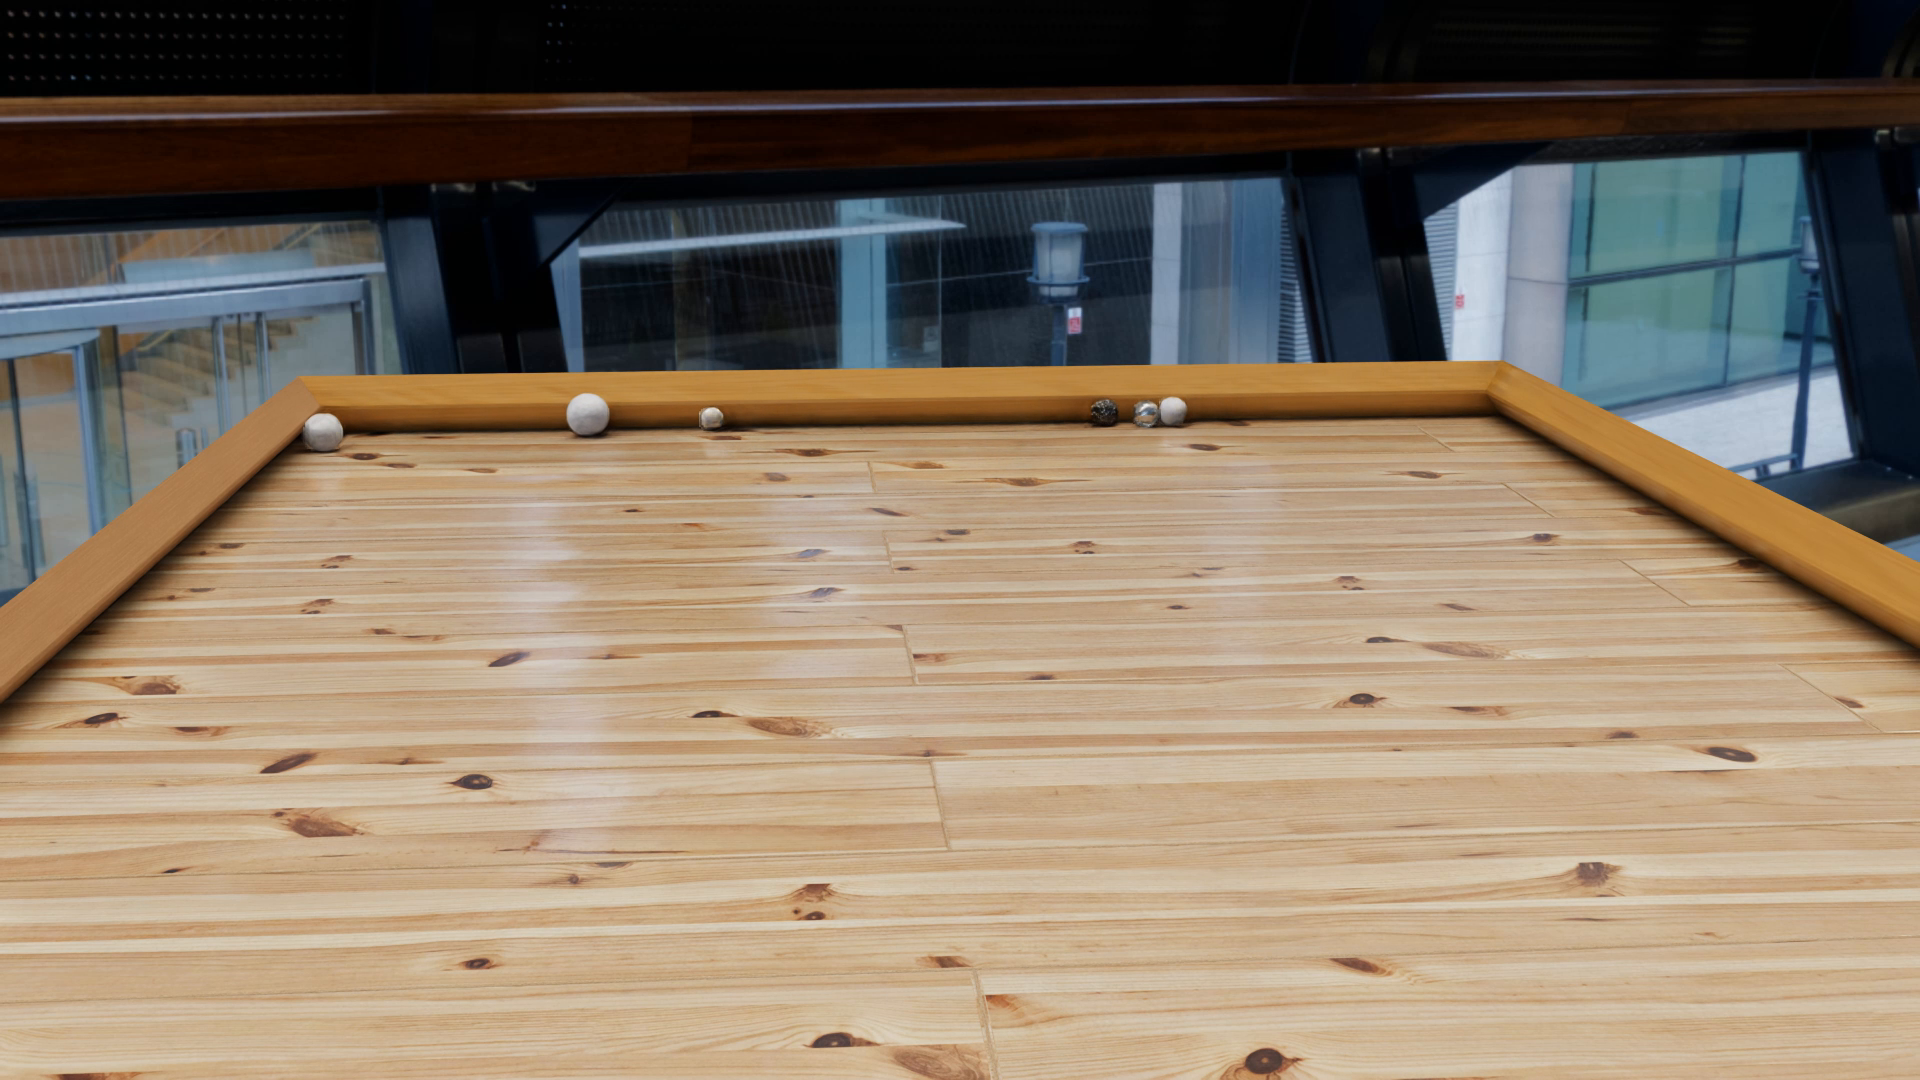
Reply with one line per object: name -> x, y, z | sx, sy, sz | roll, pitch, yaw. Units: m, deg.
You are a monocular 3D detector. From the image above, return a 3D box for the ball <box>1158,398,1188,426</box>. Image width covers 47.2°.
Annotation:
ball -> 0.386, -0.232, 3.979 | 0.053, 0.053, 0.053 | 0, 14, 0

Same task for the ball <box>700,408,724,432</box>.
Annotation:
ball -> -0.443, -0.216, 3.934 | 0.042, 0.042, 0.042 | 0, 14, 0

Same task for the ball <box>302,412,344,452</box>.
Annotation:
ball -> -1.087, -0.184, 3.752 | 0.066, 0.066, 0.066 | 0, 14, 0

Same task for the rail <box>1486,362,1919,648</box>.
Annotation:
rail -> 1.153, 0.197, 2.107 | 0.045, 0.099, 4.096 | -1, 14, -5

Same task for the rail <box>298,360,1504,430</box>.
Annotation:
rail -> -0.082, -0.258, 3.983 | 2.194, 0.099, 0.045 | -1, 14, -5

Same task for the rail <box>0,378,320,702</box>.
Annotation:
rail -> -0.986, 0.238, 1.937 | 0.045, 0.099, 4.096 | -1, 14, -5

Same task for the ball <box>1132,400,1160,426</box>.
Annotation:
ball -> 0.335, -0.229, 3.973 | 0.049, 0.049, 0.049 | 0, 14, 0

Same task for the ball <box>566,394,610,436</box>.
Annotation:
ball -> -0.656, -0.221, 3.882 | 0.076, 0.076, 0.076 | 0, 14, 0

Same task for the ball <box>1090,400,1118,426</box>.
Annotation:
ball -> 0.261, -0.231, 3.983 | 0.048, 0.048, 0.048 | 0, 14, 0
